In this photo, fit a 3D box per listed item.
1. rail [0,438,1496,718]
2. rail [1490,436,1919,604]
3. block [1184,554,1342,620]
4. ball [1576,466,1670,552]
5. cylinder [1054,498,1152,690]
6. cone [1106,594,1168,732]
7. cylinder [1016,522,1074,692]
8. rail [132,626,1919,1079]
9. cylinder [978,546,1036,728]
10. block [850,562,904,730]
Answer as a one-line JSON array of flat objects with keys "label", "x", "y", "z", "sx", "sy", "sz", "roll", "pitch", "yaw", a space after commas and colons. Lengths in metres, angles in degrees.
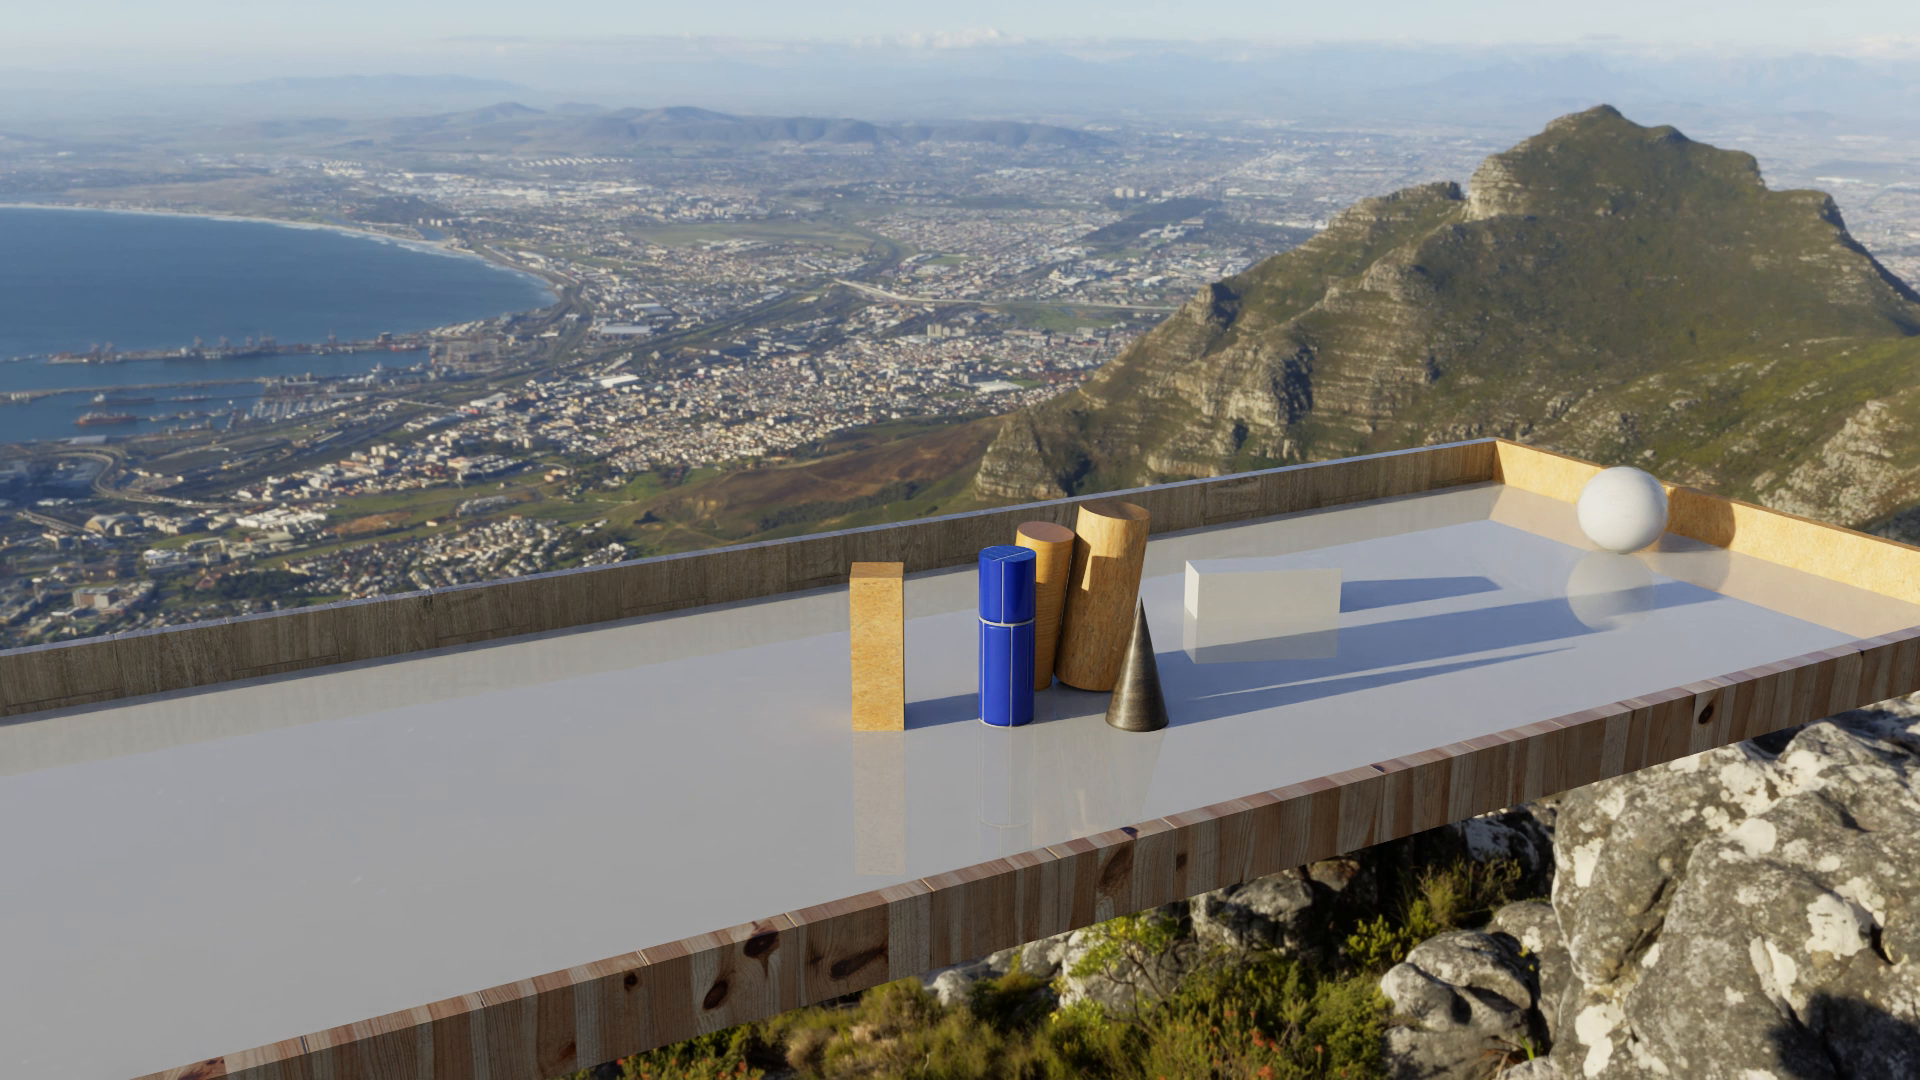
[{"label": "rail", "x": -3.305, "y": 0.497, "z": 3.399, "sx": 12.000, "sy": 0.150, "sz": 0.050, "roll": -9, "pitch": 18, "yaw": -27}, {"label": "rail", "x": 2.466, "y": -0.048, "z": 5.253, "sx": 0.050, "sy": 0.150, "sz": 2.100, "roll": -9, "pitch": 18, "yaw": -27}, {"label": "block", "x": 0.857, "y": 0.132, "z": 4.670, "sx": 0.413, "sy": 0.132, "sz": 0.132, "roll": -2, "pitch": 17, "yaw": -7}, {"label": "ball", "x": 2.089, "y": -0.097, "z": 5.199, "sx": 0.274, "sy": 0.274, "sz": 0.274, "roll": 0, "pitch": 16, "yaw": 0}, {"label": "cylinder", "x": 0.350, "y": 0.135, "z": 4.081, "sx": 0.176, "sy": 0.441, "sz": 0.176, "roll": 7, "pitch": 16, "yaw": -2}, {"label": "cone", "x": 0.419, "y": 0.276, "z": 3.862, "sx": 0.150, "sy": 0.312, "sz": 0.150, "roll": 0, "pitch": 16, "yaw": 0}, {"label": "cylinder", "x": 0.184, "y": 0.164, "z": 4.063, "sx": 0.139, "sy": 0.397, "sz": 0.139, "roll": 6, "pitch": 21, "yaw": -2}, {"label": "rail", "x": -2.336, "y": 1.006, "z": 1.665, "sx": 12.000, "sy": 0.150, "sz": 0.050, "roll": -9, "pitch": 18, "yaw": -27}, {"label": "cylinder", "x": 0.110, "y": 0.226, "z": 3.866, "sx": 0.133, "sy": 0.406, "sz": 0.133, "roll": 0, "pitch": 16, "yaw": 0}, {"label": "block", "x": -0.191, "y": 0.248, "z": 3.848, "sx": 0.119, "sy": 0.374, "sz": 0.119, "roll": 0, "pitch": 16, "yaw": 0}]
